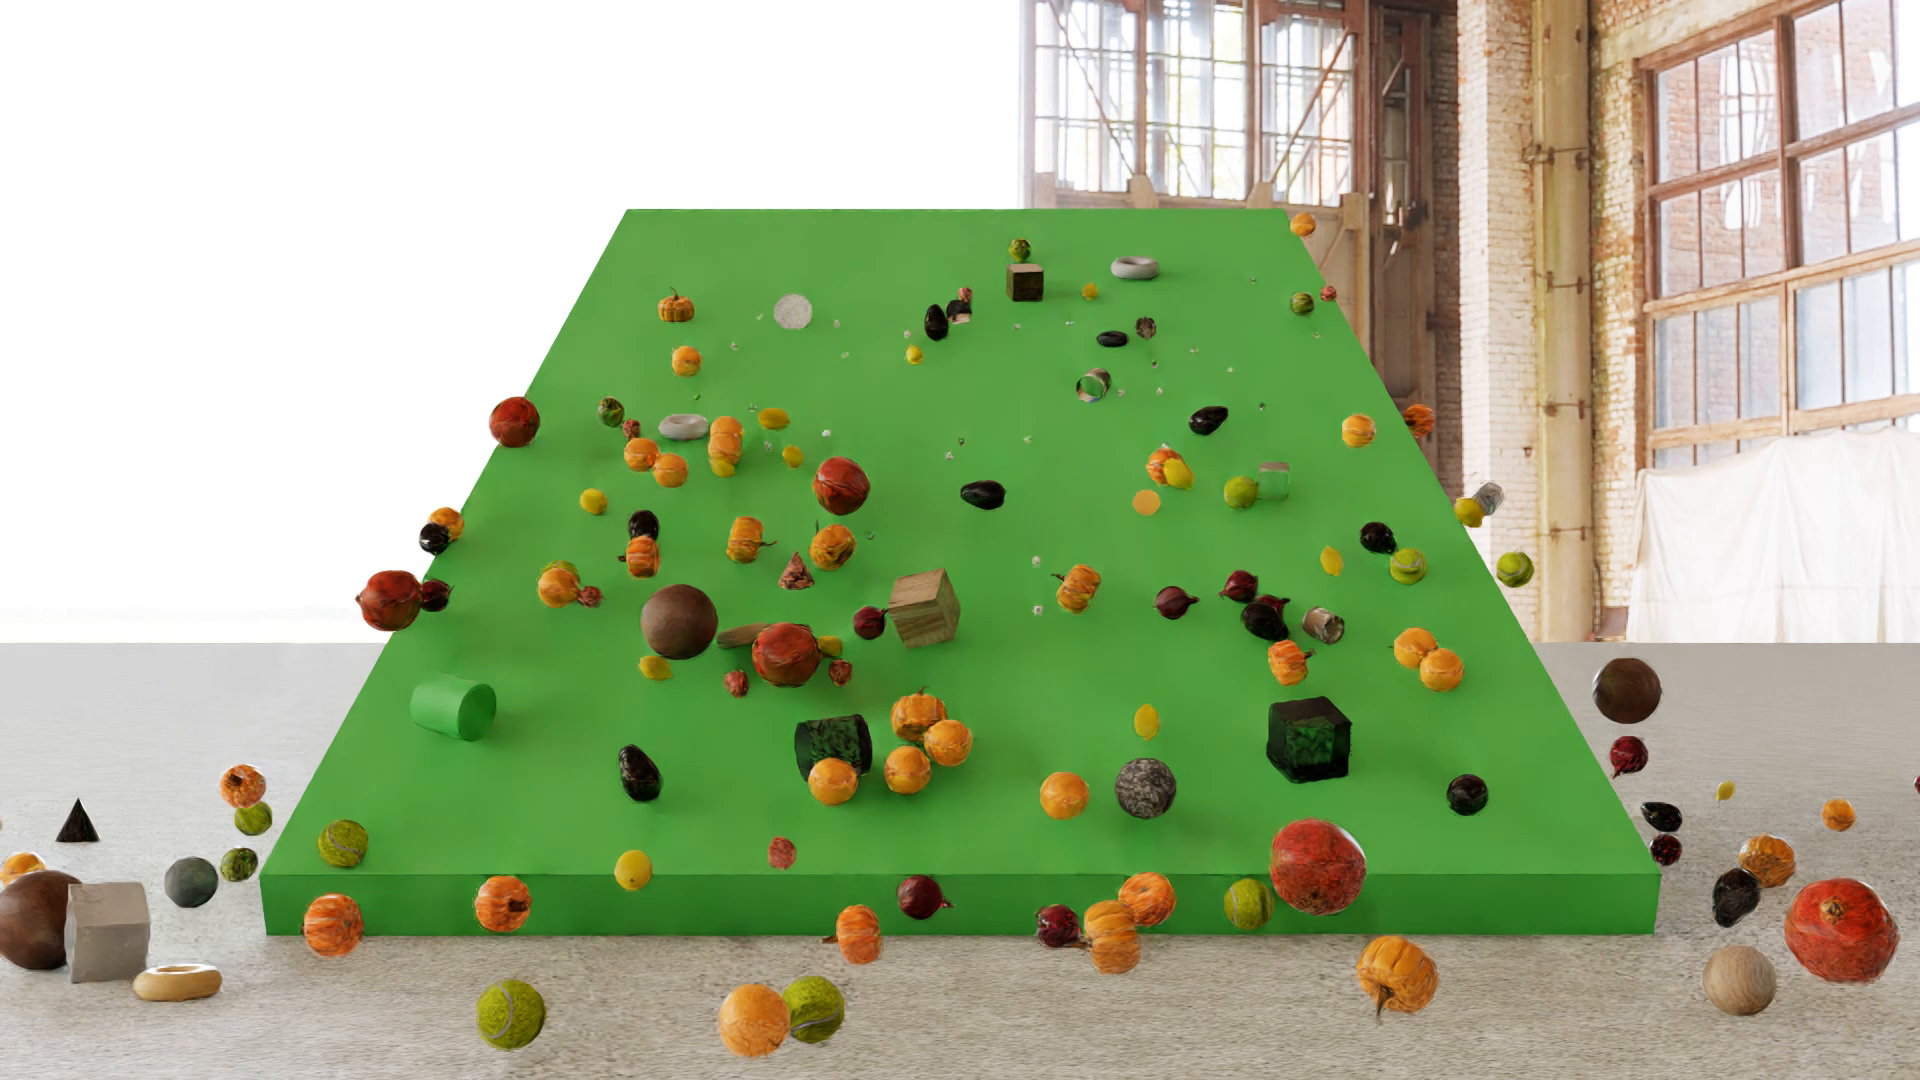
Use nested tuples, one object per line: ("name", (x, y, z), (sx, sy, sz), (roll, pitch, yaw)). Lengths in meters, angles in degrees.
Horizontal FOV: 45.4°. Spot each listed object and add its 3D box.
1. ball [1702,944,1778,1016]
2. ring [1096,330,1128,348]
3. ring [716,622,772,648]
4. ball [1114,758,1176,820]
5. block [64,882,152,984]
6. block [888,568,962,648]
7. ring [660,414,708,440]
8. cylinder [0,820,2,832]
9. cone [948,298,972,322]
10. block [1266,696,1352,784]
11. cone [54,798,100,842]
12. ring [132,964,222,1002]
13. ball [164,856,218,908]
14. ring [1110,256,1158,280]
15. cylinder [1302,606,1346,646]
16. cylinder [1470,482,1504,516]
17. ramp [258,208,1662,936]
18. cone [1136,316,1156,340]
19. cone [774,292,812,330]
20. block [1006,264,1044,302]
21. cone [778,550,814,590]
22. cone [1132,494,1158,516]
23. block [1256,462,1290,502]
("ball", (0.884, 0.499, 2.600), (0.081, 0.081, 0.081), (0, -2, 0))
("ring", (0.376, -0.496, 5.668), (0.080, 0.027, 0.080), (-1, 22, 1))
("ring", (-0.374, 0.165, 3.968), (0.098, 0.033, 0.098), (-13, -2, -1))
("ball", (0.276, 0.369, 3.415), (0.092, 0.092, 0.092), (0, -2, 0))
("block", (-1.071, 0.492, 2.880), (0.087, 0.087, 0.087), (1, 28, -28))
("block", (-0.061, 0.119, 3.983), (0.090, 0.090, 0.090), (-12, 32, 19))
("ring", (-0.605, -0.247, 5.028), (0.109, 0.036, 0.109), (0, 23, 0))
("cylinder", (-1.720, 0.498, 4.002), (0.064, 0.064, 0.064), (-2, 19, 36))
("cone", (-0.008, -0.577, 5.864), (0.066, 0.066, 0.066), (1, -15, -13))
("block", (0.541, 0.310, 3.560), (0.094, 0.094, 0.094), (-7, 23, -16))
("cone", (-1.859, 0.587, 4.834), (0.092, 0.092, 0.092), (0, -2, 0))
("ring", (-0.933, 0.529, 2.736), (0.101, 0.034, 0.101), (-1, -2, 0))
("ball", (-1.219, 0.542, 3.635), (0.082, 0.082, 0.082), (0, -2, 0))
("ring", (0.477, -0.742, 6.260), (0.132, 0.044, 0.132), (-1, 23, 0))
("cylinder", (0.637, 0.150, 4.017), (0.053, 0.053, 0.053), (2, 18, -34))
("cylinder", (1.208, -0.092, 5.255), (0.062, 0.062, 0.062), (-1, 19, 30))
("ramp", (-0.006, -0.220, 5.145), (2.000, 0.100, 4.000), (0, 22, 0))
("cone", (0.456, -0.525, 5.742), (0.057, 0.057, 0.057), (1, -6, -17))
("cone", (-0.419, -0.571, 5.829), (0.096, 0.096, 0.096), (0, -5, 2))
("block", (0.171, -0.678, 6.048), (0.081, 0.081, 0.081), (-5, 22, -11))
("cone", (-0.303, 0.048, 4.248), (0.068, 0.068, 0.068), (0, 22, 0))
("cone", (0.375, -0.072, 4.611), (0.054, 0.054, 0.054), (-1, 11, 13))
("block", (0.640, -0.121, 4.683), (0.061, 0.061, 0.061), (5, 22, 11))
